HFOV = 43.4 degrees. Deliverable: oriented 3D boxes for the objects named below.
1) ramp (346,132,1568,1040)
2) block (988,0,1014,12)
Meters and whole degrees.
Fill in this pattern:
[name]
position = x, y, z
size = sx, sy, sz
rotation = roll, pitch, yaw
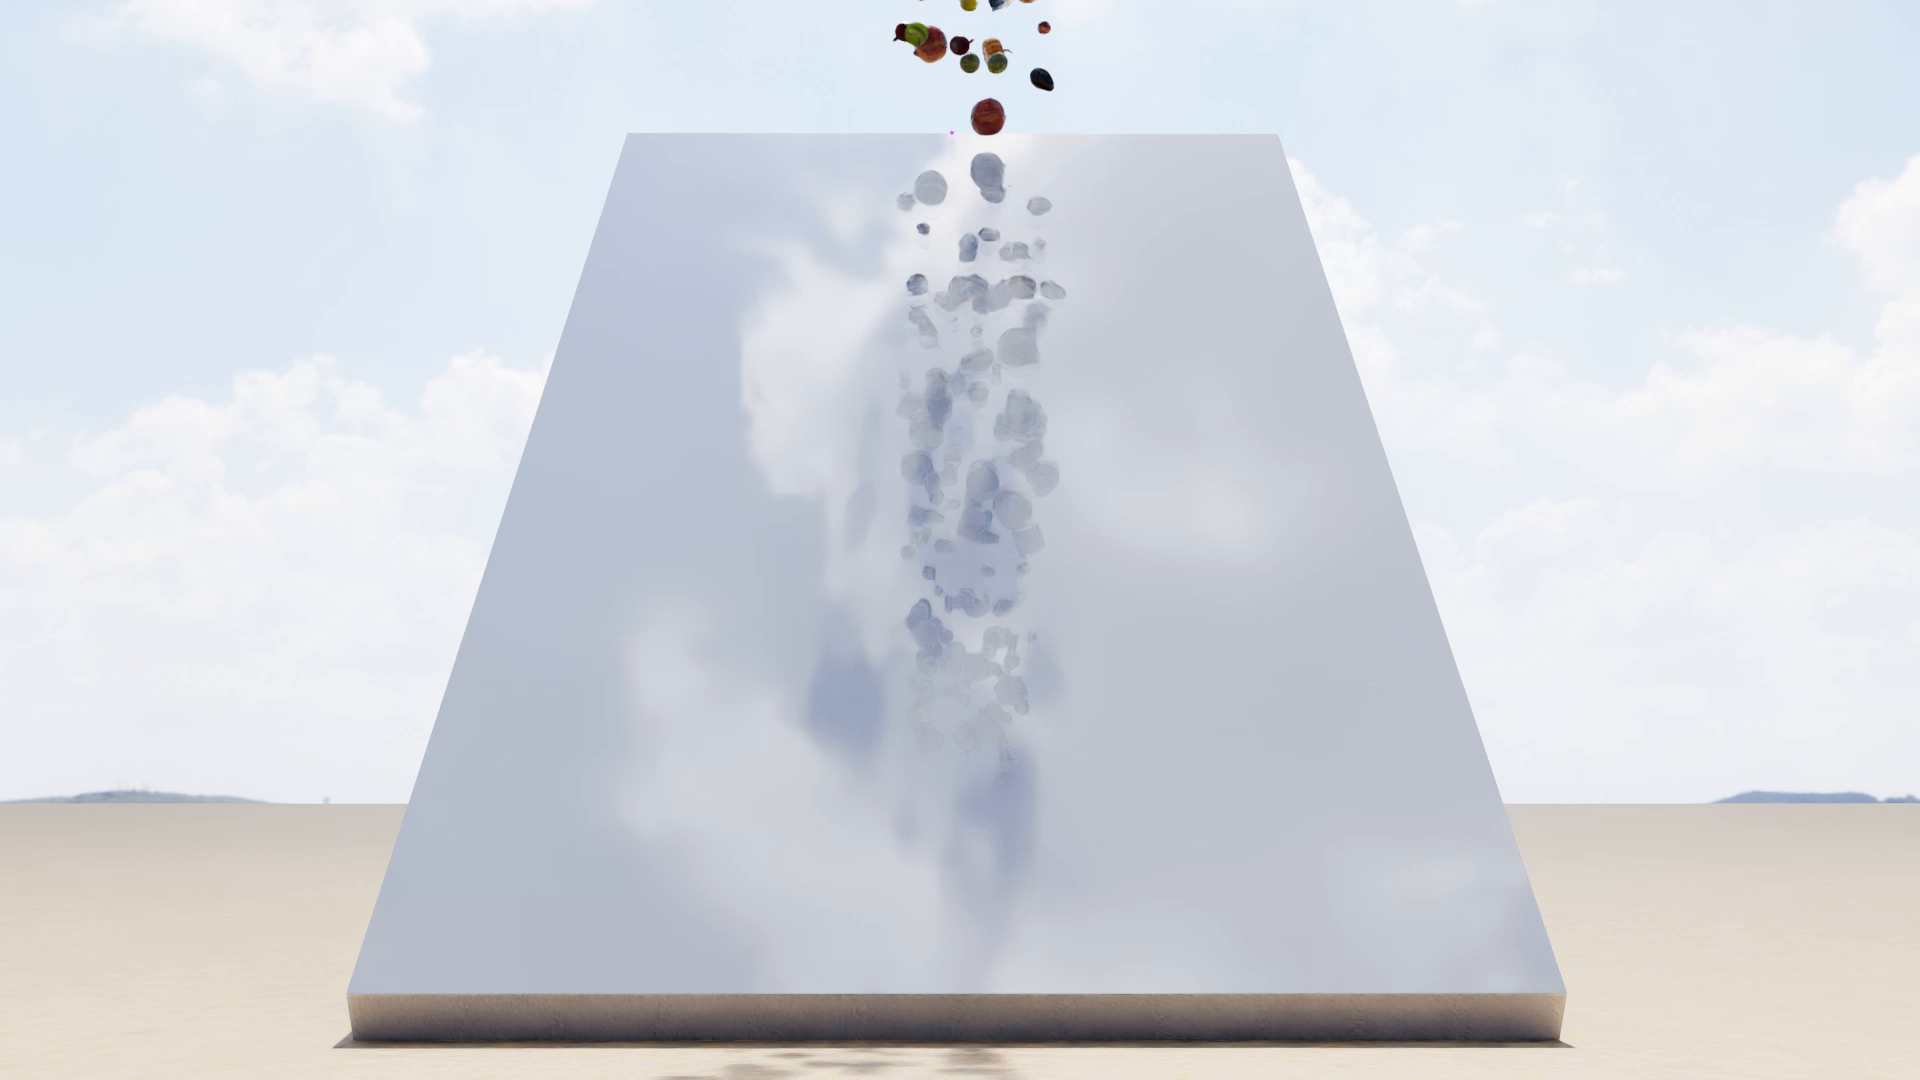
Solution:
[ramp]
position = -0.013, -0.211, 5.713
size = 2.000, 0.100, 4.000
rotation = 0, 30, 0
[block]
position = 0.120, -1.590, 7.051
size = 0.060, 0.060, 0.060
rotation = -26, -2, -35
